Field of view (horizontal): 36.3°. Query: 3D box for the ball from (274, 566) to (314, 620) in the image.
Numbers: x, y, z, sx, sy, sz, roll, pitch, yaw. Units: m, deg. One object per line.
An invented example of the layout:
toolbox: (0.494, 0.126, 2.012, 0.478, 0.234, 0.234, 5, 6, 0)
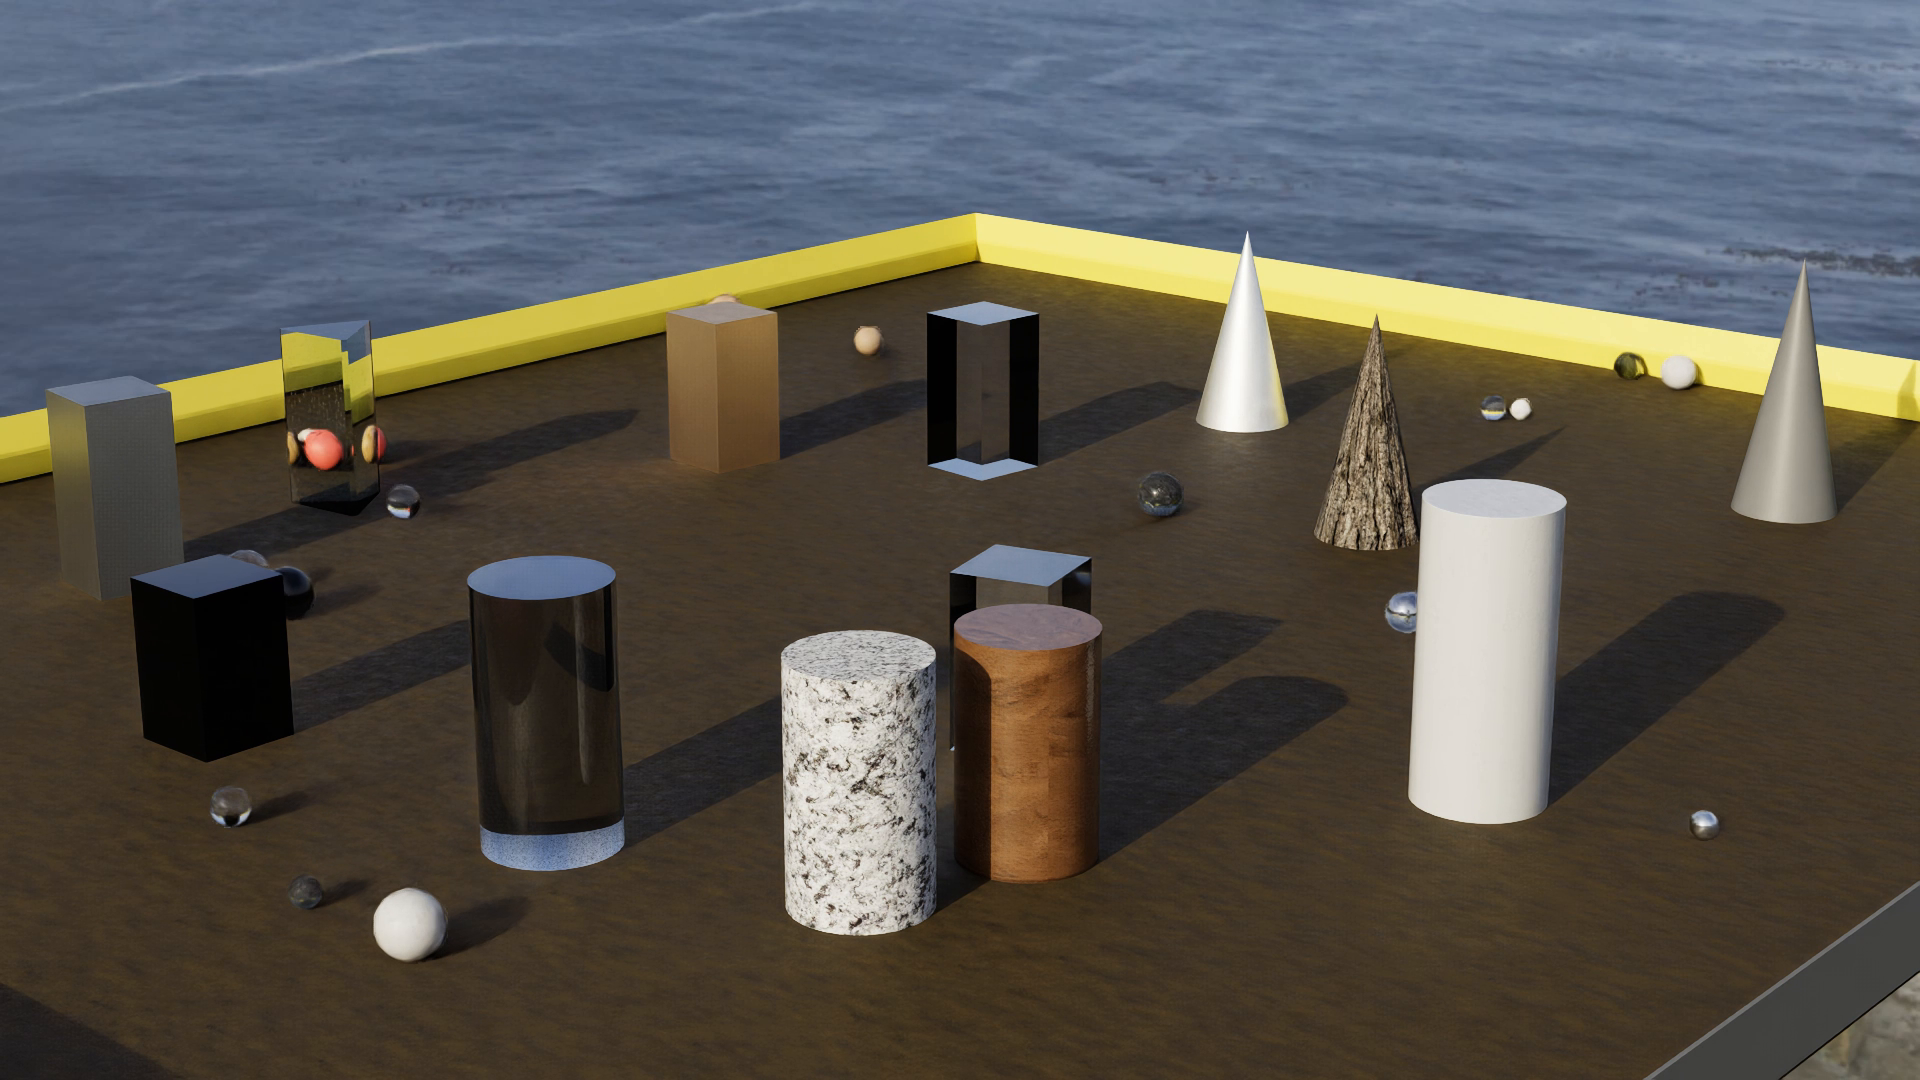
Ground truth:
ball: (-1.147, 0.090, 4.996, 0.092, 0.092, 0.092, 0, 17, 0)

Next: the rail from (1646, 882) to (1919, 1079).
rail: (1.429, 0.390, 3.932, 0.045, 0.129, 4.541, 14, 22, 39)

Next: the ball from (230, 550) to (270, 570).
ball: (-1.246, 0.059, 5.112, 0.085, 0.085, 0.085, 0, 17, 0)

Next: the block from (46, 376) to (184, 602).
block: (-1.484, -0.093, 5.157, 0.159, 0.350, 0.159, -14, 22, -38)

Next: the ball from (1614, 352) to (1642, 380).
ball: (1.519, -0.398, 6.665, 0.064, 0.064, 0.064, 0, 17, 0)

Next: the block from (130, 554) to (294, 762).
block: (-1.128, 0.176, 4.426, 0.159, 0.256, 0.159, 14, 22, 39)

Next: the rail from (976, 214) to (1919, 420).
rail: (1.473, -0.457, 6.744, 3.832, 0.129, 0.045, 14, 22, 39)

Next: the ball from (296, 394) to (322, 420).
ball: (-1.398, -0.285, 6.303, 0.057, 0.057, 0.057, 0, 17, 0)

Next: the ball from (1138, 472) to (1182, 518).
ball: (0.381, -0.086, 5.592, 0.086, 0.086, 0.086, 0, 17, 0)

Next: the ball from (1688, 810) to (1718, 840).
ball: (1.033, 0.395, 4.072, 0.041, 0.041, 0.041, 0, 17, 0)

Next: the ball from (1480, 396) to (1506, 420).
ball: (1.146, -0.284, 6.303, 0.054, 0.054, 0.054, 0, 17, 0)

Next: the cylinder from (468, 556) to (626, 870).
cylinder: (-0.564, 0.235, 4.008, 0.199, 0.386, 0.199, 0, 17, 0)

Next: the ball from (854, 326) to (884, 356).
ball: (-0.214, -0.467, 6.887, 0.068, 0.068, 0.068, 0, 17, 0)

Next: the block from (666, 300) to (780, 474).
block: (-0.481, -0.312, 5.960, 0.159, 0.307, 0.159, -15, 22, -41)

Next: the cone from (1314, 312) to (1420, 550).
cone: (0.763, -0.214, 5.427, 0.199, 0.426, 0.199, 0, 17, 0)

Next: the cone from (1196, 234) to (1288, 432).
cone: (0.607, -0.455, 6.250, 0.199, 0.414, 0.199, 0, 17, 0)

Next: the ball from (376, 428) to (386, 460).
ball: (-1.206, -0.194, 5.956, 0.082, 0.082, 0.082, 0, 17, 0)

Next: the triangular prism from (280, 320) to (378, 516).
triangular prism: (-1.186, -0.243, 5.664, 0.172, 0.345, 0.149, 11, 20, 33)

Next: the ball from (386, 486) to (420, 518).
ball: (-1.059, -0.072, 5.584, 0.064, 0.064, 0.064, 0, 17, 0)

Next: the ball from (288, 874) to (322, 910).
ball: (-0.859, 0.461, 3.845, 0.045, 0.045, 0.045, 0, 17, 0)

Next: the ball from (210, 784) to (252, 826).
ball: (-1.024, 0.373, 4.115, 0.058, 0.058, 0.058, 0, 17, 0)

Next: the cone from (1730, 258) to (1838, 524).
cone: (1.589, -0.296, 5.584, 0.199, 0.492, 0.199, 0, 17, 0)

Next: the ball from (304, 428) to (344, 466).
ball: (-1.290, -0.189, 5.949, 0.078, 0.078, 0.078, 0, 17, 0)

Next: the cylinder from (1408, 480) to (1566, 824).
cylinder: (0.746, 0.156, 4.159, 0.199, 0.448, 0.199, 0, 17, 0)

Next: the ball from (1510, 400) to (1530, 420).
ball: (1.206, -0.280, 6.309, 0.044, 0.044, 0.044, 0, 17, 0)

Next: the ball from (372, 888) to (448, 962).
ball: (-0.692, 0.484, 3.689, 0.092, 0.092, 0.092, 0, 17, 0)

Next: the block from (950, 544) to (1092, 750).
block: (0.091, 0.171, 4.404, 0.159, 0.279, 0.159, 8, 19, 25)

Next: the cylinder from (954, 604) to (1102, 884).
cylinder: (0.091, 0.274, 3.975, 0.199, 0.330, 0.199, 0, 17, 0)

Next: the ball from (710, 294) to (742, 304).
ball: (-0.567, -0.547, 7.105, 0.096, 0.096, 0.096, 0, 17, 0)

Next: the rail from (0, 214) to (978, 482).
rail: (-1.429, -0.325, 6.308, 0.045, 0.129, 4.541, 14, 22, 39)

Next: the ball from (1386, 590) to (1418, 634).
ball: (0.751, 0.121, 4.931, 0.071, 0.071, 0.071, 0, 17, 0)

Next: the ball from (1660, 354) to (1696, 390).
ball: (1.609, -0.377, 6.568, 0.080, 0.080, 0.080, 0, 17, 0)

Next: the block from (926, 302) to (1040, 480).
block: (0.046, -0.302, 5.909, 0.159, 0.317, 0.159, -15, 22, -41)

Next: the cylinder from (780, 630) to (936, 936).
cylinder: (-0.130, 0.313, 3.814, 0.199, 0.347, 0.199, 0, 17, 0)
